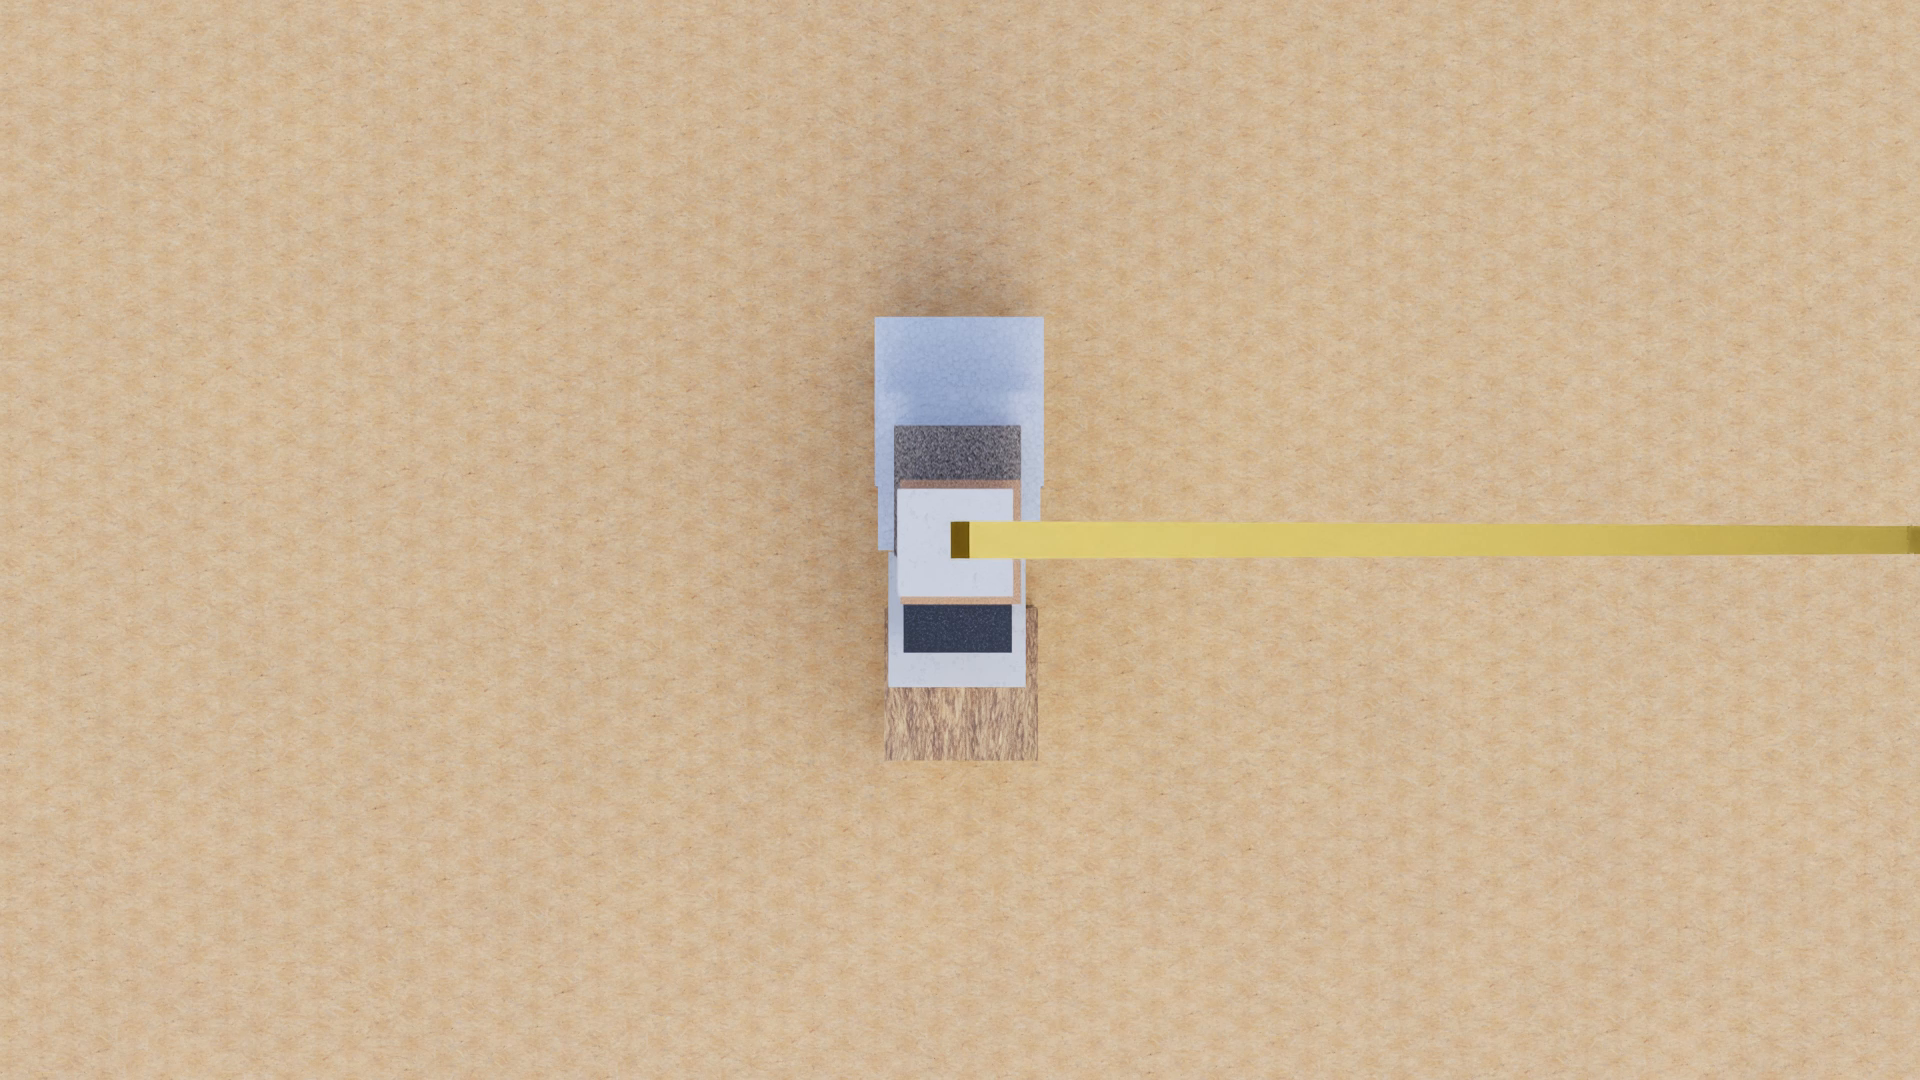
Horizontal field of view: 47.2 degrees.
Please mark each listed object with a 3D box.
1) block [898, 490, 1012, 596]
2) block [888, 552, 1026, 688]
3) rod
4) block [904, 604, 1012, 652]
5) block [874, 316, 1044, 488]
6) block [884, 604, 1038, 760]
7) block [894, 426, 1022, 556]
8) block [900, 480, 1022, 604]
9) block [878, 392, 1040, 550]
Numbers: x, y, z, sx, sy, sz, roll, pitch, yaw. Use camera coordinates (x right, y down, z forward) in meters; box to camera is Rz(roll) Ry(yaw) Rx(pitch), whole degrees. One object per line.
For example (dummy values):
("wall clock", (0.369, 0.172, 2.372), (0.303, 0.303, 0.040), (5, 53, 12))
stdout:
("block", (-0.020, 0.011, 9.448), (0.482, 0.513, 0.449), (0, 90, 0))
("block", (-0.016, 0.417, 11.899), (0.719, 0.670, 0.711), (0, 90, 0))
("rod", (2.234, 0.000, 6.044), (5.200, 0.080, 0.080), (0, 90, -31))
("block", (-0.012, 0.323, 11.294), (0.545, 0.540, 0.486), (0, 90, 0))
("block", (-0.004, -0.762, 12.551), (0.930, 0.898, 0.930), (0, 90, 0))
("block", (0.007, 0.805, 12.617), (0.853, 0.766, 0.845), (0, 90, 0))
("block", (-0.012, -0.244, 11.060), (0.622, 0.630, 0.636), (0, 90, 0))
("block", (0.004, 0.009, 9.966), (0.532, 0.524, 0.550), (0, 90, 0))
("block", (-0.004, -0.359, 11.738), (0.841, 0.727, 0.825), (0, 90, 0))
